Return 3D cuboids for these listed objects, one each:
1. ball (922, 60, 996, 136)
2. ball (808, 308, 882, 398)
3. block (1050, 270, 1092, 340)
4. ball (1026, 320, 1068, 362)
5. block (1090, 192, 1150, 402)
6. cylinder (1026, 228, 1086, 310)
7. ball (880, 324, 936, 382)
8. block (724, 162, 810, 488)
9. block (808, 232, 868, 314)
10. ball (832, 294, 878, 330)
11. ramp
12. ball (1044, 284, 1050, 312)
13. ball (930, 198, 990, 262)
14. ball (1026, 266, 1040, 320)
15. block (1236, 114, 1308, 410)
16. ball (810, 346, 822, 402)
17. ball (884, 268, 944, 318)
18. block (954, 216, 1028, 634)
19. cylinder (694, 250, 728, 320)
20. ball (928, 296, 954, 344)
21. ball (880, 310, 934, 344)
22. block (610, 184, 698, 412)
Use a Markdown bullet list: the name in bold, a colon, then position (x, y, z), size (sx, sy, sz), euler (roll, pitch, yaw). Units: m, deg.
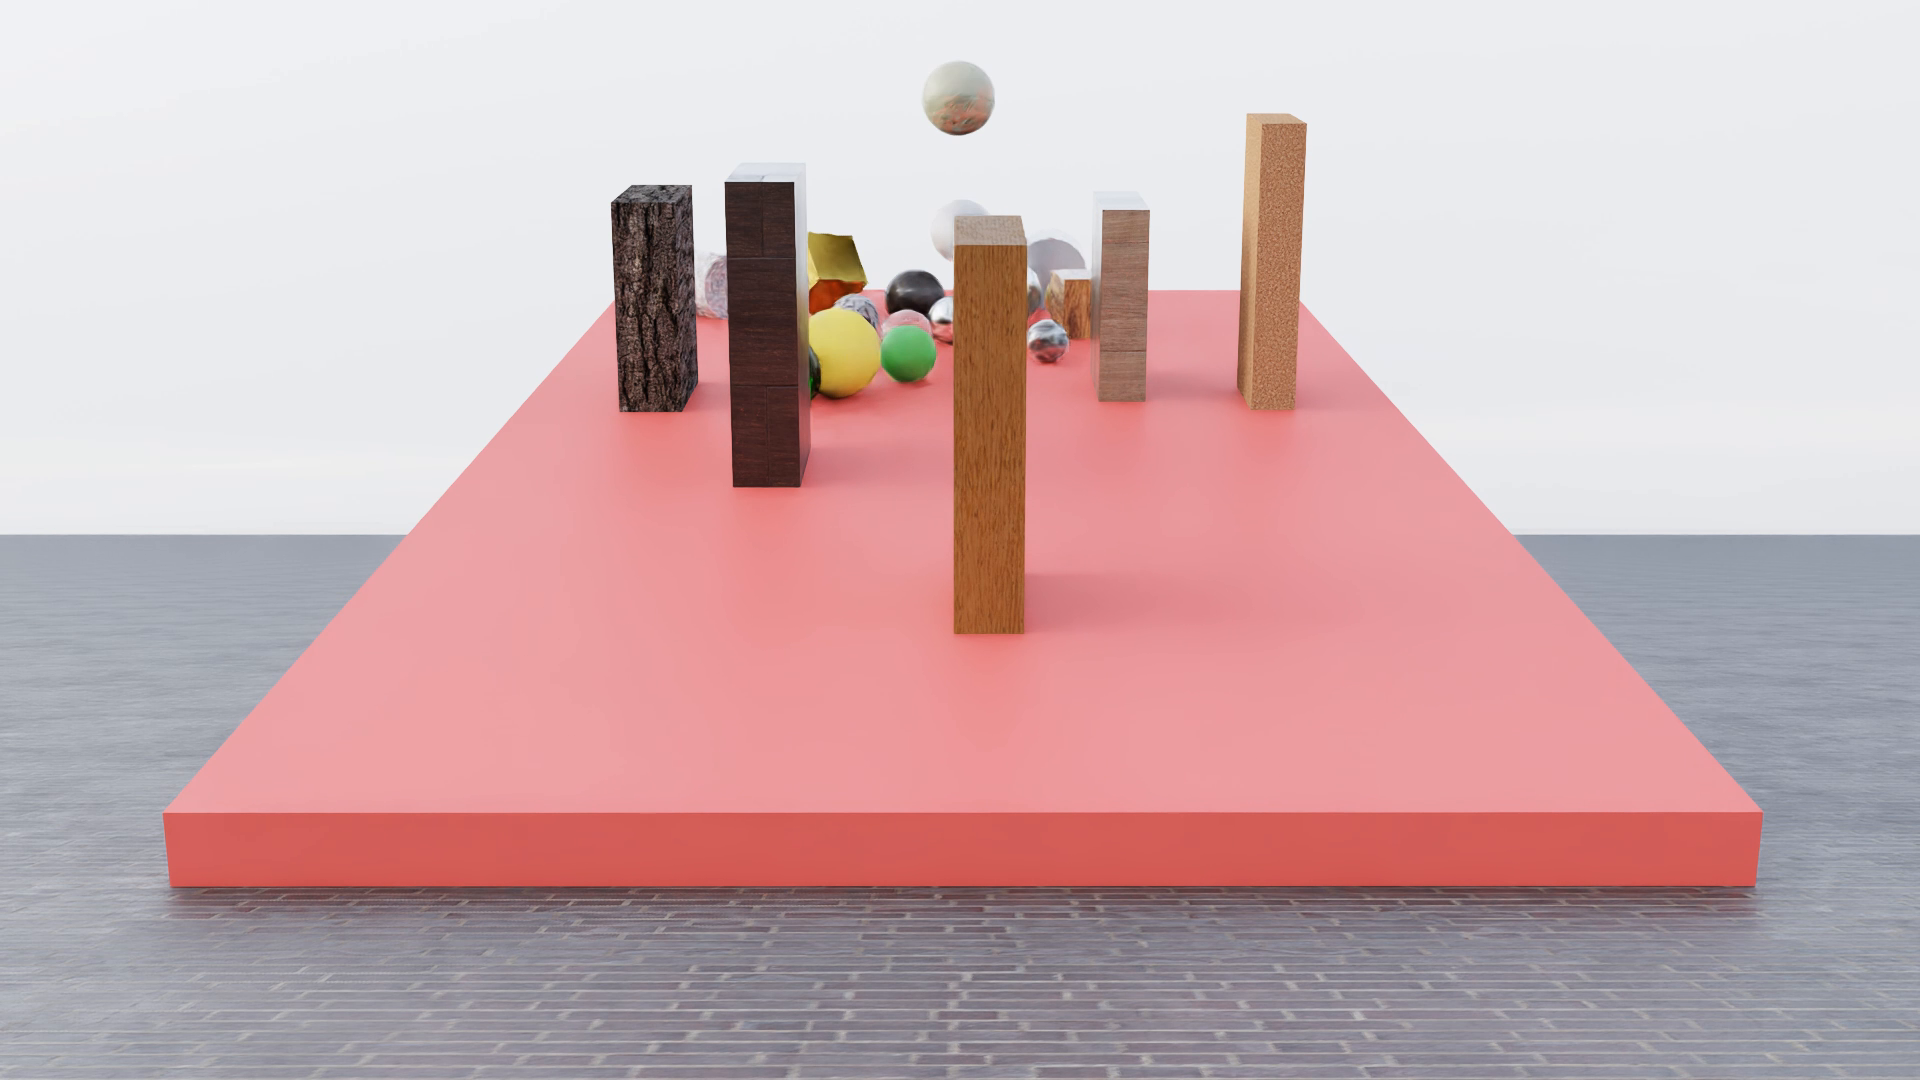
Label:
- **ball**: position (-0.004, -1.201, 5.989), size (0.203, 0.203, 0.203), euler (0, 0, 0)
- **ball**: position (-0.285, -0.434, 5.111), size (0.206, 0.206, 0.206), euler (0, 0, 0)
- **block**: position (0.338, -0.630, 5.887), size (0.161, 0.161, 0.161), euler (-3, 16, -10)
- **ball**: position (0.218, -0.500, 5.528), size (0.106, 0.106, 0.106), euler (0, 0, 0)
- **block**: position (0.374, -0.579, 5.191), size (0.108, 0.442, 0.346), euler (0, 16, 0)
- **cylinder**: position (0.261, -0.781, 6.342), size (0.204, 0.204, 0.204), euler (0, 16, 3)
- **ball**: position (-0.125, -0.446, 5.281), size (0.138, 0.138, 0.138), euler (0, 0, 0)
- **block**: position (-0.379, -0.435, 4.399), size (0.132, 0.595, 0.336), euler (0, 16, 0)
- **block**: position (-0.370, -0.712, 5.918), size (0.155, 0.155, 0.155), euler (0, -31, -36)
- **ball**: position (-0.277, -0.581, 5.773), size (0.127, 0.127, 0.127), euler (0, 0, 0)
- **ramp**: position (-0.002, -0.156, 4.692), size (2.000, 0.100, 4.000), euler (0, 16, 0)
- **ball**: position (0.293, -0.661, 6.022), size (0.127, 0.127, 0.127), euler (0, 0, 0)
- **ball**: position (0.007, -0.853, 6.091), size (0.178, 0.178, 0.178), euler (0, 0, 0)
- **ball**: position (0.124, -0.670, 5.976), size (0.190, 0.190, 0.190), euler (0, 0, 0)
- **block**: position (0.710, -0.639, 5.038), size (0.099, 0.641, 0.263), euler (0, 16, 0)
- **ball**: position (-0.402, -0.372, 4.928), size (0.186, 0.186, 0.186), euler (0, 0, 0)
- **ball**: position (-0.123, -0.651, 5.955), size (0.164, 0.164, 0.164), euler (0, 0, 0)
- **block**: position (0.045, -0.191, 3.517), size (0.110, 0.608, 0.336), euler (0, 16, 0)
- **cylinder**: position (-0.715, -0.715, 6.153), size (0.179, 0.179, 0.179), euler (12, 7, 36)
- **ball**: position (-0.023, -0.573, 5.748), size (0.126, 0.126, 0.126), euler (0, 0, 0)
- **ball**: position (-0.133, -0.506, 5.491), size (0.137, 0.137, 0.137), euler (0, 0, 0)
- **block**: position (-0.699, -0.561, 5.071), size (0.141, 0.471, 0.337), euler (0, 16, 0)
